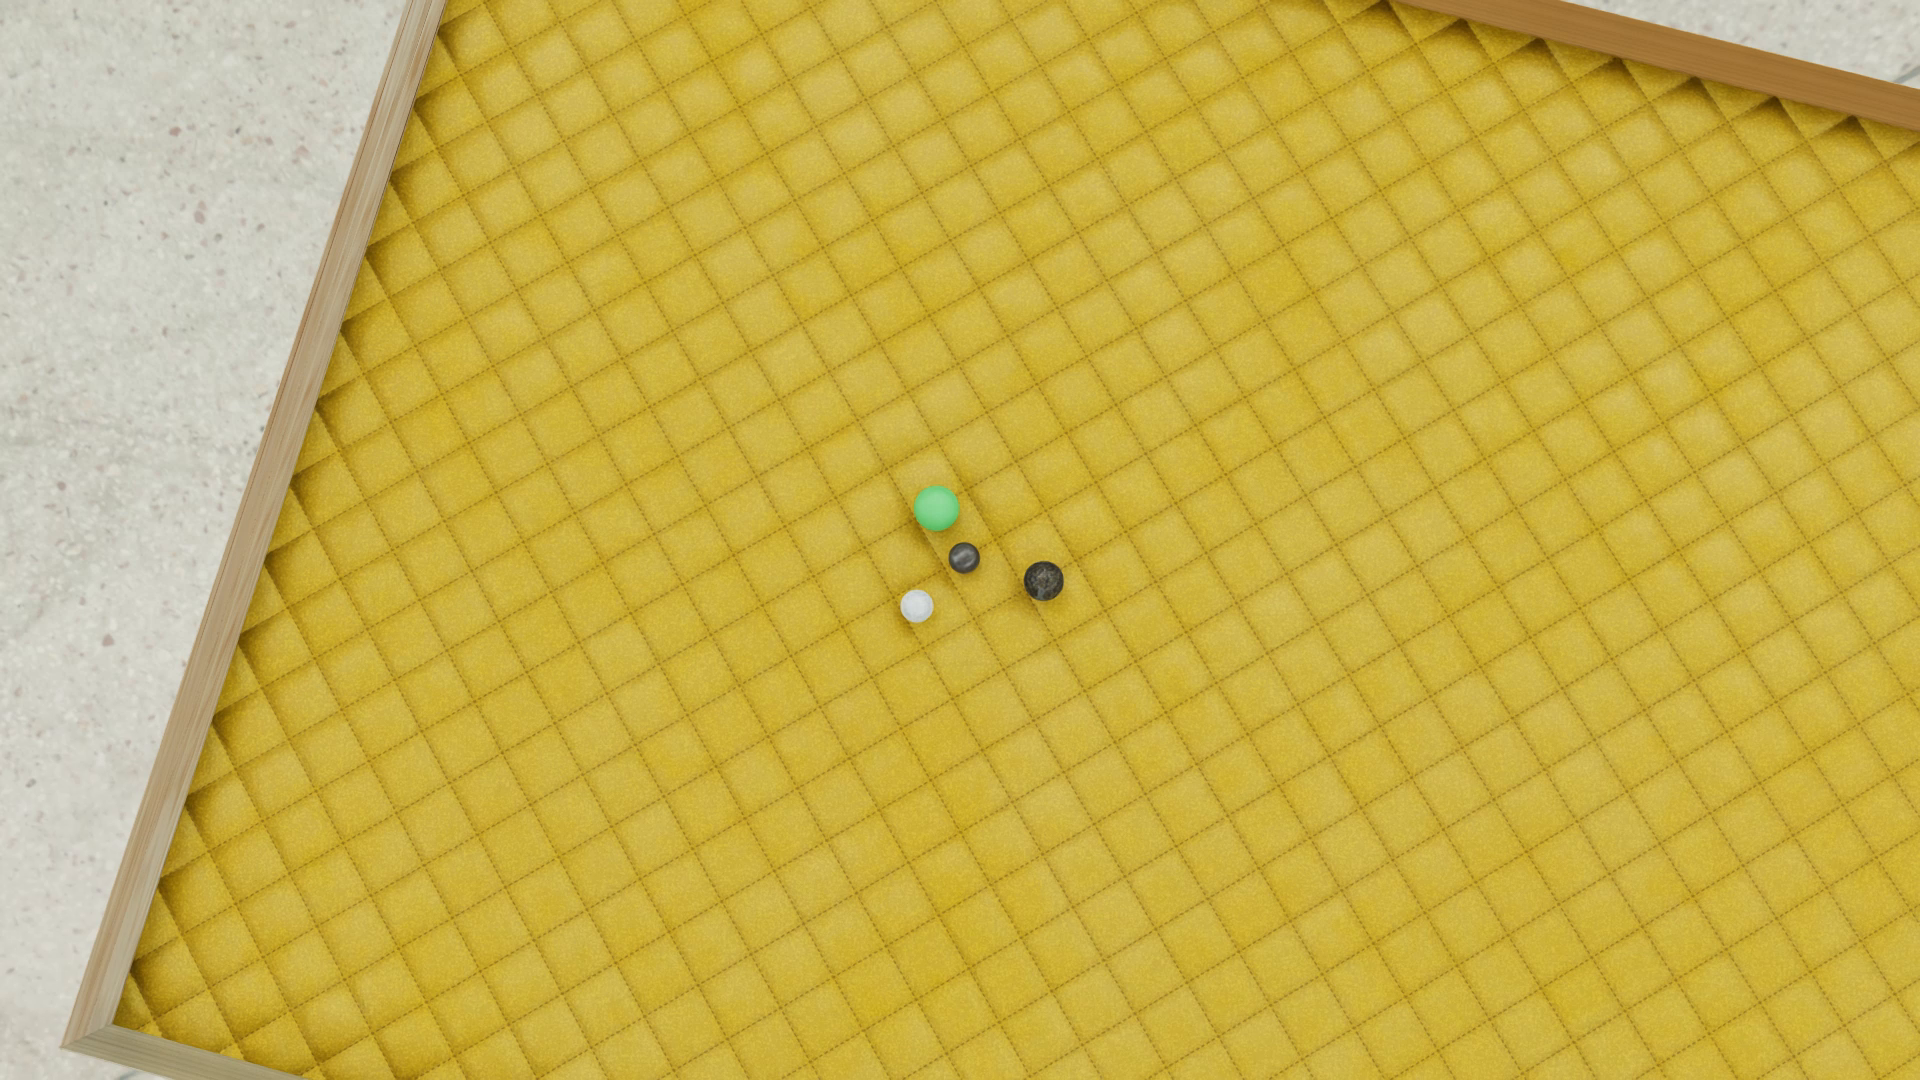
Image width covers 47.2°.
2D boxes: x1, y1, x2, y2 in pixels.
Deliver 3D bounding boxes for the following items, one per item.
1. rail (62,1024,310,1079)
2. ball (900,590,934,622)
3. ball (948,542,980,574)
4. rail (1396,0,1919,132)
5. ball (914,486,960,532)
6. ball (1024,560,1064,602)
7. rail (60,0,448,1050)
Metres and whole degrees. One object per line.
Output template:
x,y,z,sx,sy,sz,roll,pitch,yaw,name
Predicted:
0.739,1.230,3.054,4.150,0.089,0.045,15,80,3,rail
-0.064,0.098,3.279,0.050,0.050,0.050,0,80,0,ball
0.006,0.027,3.292,0.048,0.048,0.048,0,80,0,ball
1.265,-0.709,3.403,4.150,0.089,0.045,15,80,3,rail
-0.035,-0.048,3.295,0.069,0.069,0.069,0,80,0,ball
0.125,0.061,3.280,0.061,0.061,0.061,0,80,0,ball
-0.979,-0.260,3.322,0.045,0.089,2.087,15,80,3,rail
